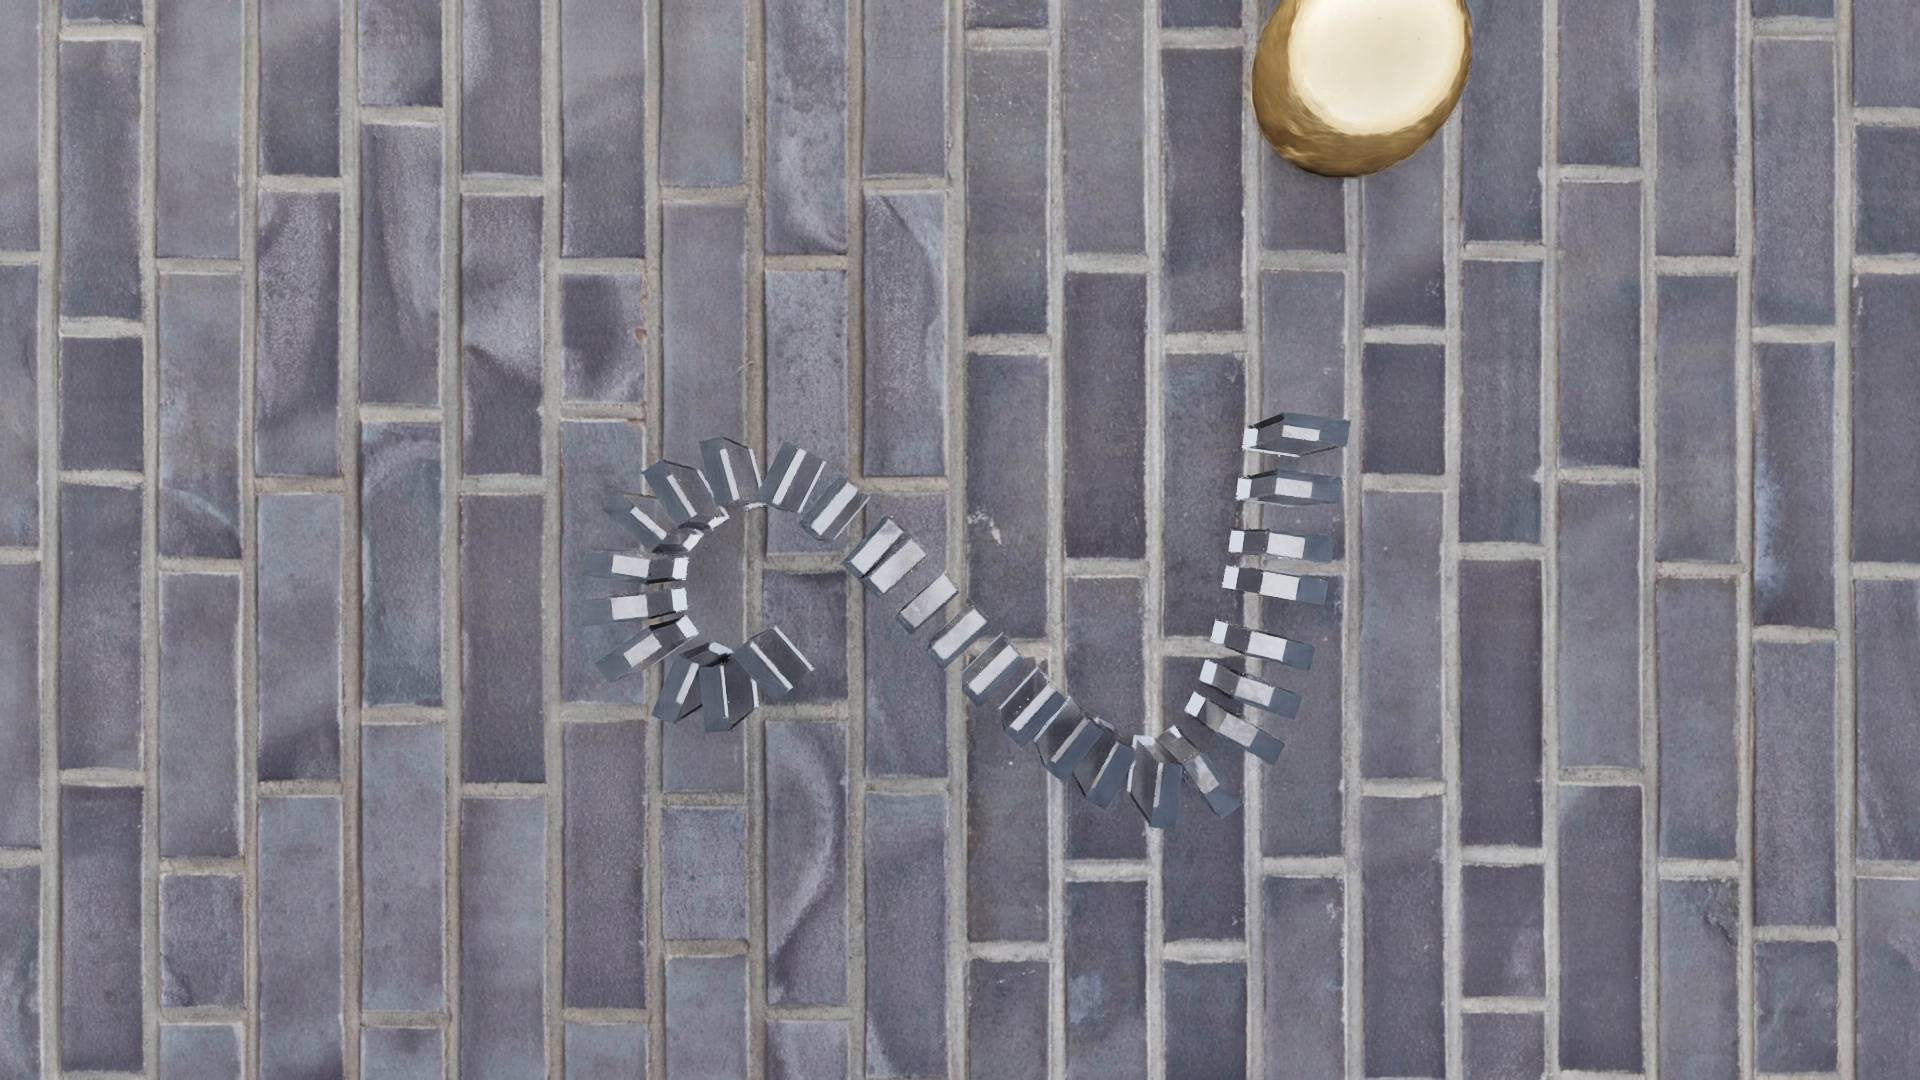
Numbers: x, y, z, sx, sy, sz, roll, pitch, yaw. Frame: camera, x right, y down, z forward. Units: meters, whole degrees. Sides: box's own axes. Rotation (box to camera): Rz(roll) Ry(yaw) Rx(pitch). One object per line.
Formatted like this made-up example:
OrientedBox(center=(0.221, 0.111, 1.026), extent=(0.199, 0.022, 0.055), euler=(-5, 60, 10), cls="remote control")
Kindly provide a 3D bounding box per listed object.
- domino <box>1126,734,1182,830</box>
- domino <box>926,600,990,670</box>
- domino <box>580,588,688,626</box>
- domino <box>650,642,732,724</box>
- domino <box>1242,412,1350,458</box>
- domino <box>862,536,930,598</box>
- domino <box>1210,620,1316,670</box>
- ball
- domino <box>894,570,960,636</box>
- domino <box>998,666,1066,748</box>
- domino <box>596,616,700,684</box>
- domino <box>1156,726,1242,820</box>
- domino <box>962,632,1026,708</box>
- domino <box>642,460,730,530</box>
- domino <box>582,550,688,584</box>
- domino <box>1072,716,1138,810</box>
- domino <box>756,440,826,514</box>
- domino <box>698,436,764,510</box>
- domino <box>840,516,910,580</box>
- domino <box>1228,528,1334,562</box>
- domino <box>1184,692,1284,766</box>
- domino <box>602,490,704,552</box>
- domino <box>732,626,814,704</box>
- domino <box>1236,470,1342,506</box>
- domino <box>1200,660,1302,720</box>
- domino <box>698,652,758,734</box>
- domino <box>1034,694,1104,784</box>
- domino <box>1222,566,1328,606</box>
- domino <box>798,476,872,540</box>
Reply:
OrientedBox(center=(0.079, 0.098, 0.375), extent=(0.009, 0.050, 0.025), euler=(7, 90, 0), cls="domino")
OrientedBox(center=(-0.001, 0.038, 0.375), extent=(0.025, 0.050, 0.009), euler=(-43, 90, 0), cls="domino")
OrientedBox(center=(-0.132, 0.027, 0.375), extent=(0.025, 0.050, 0.009), euler=(-6, 90, 0), cls="domino")
OrientedBox(center=(-0.109, 0.057, 0.375), extent=(0.009, 0.050, 0.025), euler=(23, 90, 0), cls="domino")
OrientedBox(center=(0.136, -0.043, 0.375), extent=(0.025, 0.050, 0.010), euler=(8, 90, 0), cls="domino")
OrientedBox(center=(-0.025, 0.011, 0.375), extent=(0.025, 0.050, 0.010), euler=(-42, 90, 0), cls="domino")
OrientedBox(center=(0.123, 0.042, 0.375), extent=(0.025, 0.050, 0.010), euler=(13, 90, 0), cls="domino")
OrientedBox(center=(0.156, -0.185, 0.360), extent=(0.080, 0.080, 0.080), euler=(0, 90, 0), cls="ball")
OrientedBox(center=(-0.013, 0.025, 0.375), extent=(0.025, 0.050, 0.009), euler=(-42, 90, 0), cls="domino")
OrientedBox(center=(0.029, 0.067, 0.375), extent=(0.010, 0.050, 0.025), euler=(43, 90, 0), cls="domino")
OrientedBox(center=(-0.127, 0.044, 0.375), extent=(0.025, 0.050, 0.010), euler=(-35, 90, 0), cls="domino")
OrientedBox(center=(0.097, 0.094, 0.375), extent=(0.009, 0.050, 0.025), euler=(-34, 90, 0), cls="domino")
OrientedBox(center=(0.013, 0.052, 0.375), extent=(0.025, 0.050, 0.009), euler=(-45, 90, 0), cls="domino")
OrientedBox(center=(-0.111, -0.018, 0.375), extent=(0.010, 0.050, 0.025), euler=(-32, 90, 0), cls="domino")
OrientedBox(center=(-0.132, 0.011, 0.375), extent=(0.025, 0.050, 0.009), euler=(9, 90, 0), cls="domino")
OrientedBox(center=(0.058, 0.090, 0.375), extent=(0.010, 0.050, 0.025), euler=(29, 90, 0), cls="domino")
OrientedBox(center=(-0.068, -0.025, 0.375), extent=(0.010, 0.050, 0.025), euler=(27, 90, 0), cls="domino")
OrientedBox(center=(-0.092, -0.026, 0.375), extent=(0.009, 0.050, 0.025), euler=(-15, 90, 0), cls="domino")
OrientedBox(center=(-0.034, 0.003, 0.375), extent=(0.009, 0.050, 0.025), euler=(43, 90, 0), cls="domino")
OrientedBox(center=(0.130, 0.002, 0.375), extent=(0.025, 0.050, 0.009), euler=(8, 90, 0), cls="domino")
OrientedBox(center=(0.111, 0.076, 0.375), extent=(0.025, 0.050, 0.010), euler=(28, 90, 0), cls="domino")
OrientedBox(center=(-0.124, -0.007, 0.375), extent=(0.025, 0.050, 0.010), euler=(41, 90, 0), cls="domino")
OrientedBox(center=(-0.076, 0.050, 0.375), extent=(0.010, 0.050, 0.025), euler=(-42, 90, 0), cls="domino")
OrientedBox(center=(0.133, -0.021, 0.375), extent=(0.025, 0.050, 0.009), euler=(7, 90, 0), cls="domino")
OrientedBox(center=(0.118, 0.061, 0.375), extent=(0.025, 0.050, 0.009), euler=(18, 90, 0), cls="domino")
OrientedBox(center=(-0.094, 0.061, 0.375), extent=(0.009, 0.050, 0.025), euler=(-6, 90, 0), cls="domino")
OrientedBox(center=(0.044, 0.080, 0.375), extent=(0.010, 0.050, 0.025), euler=(39, 90, 0), cls="domino")
OrientedBox(center=(0.128, 0.018, 0.375), extent=(0.025, 0.050, 0.009), euler=(10, 90, 0), cls="domino")
OrientedBox(center=(-0.050, -0.012, 0.375), extent=(0.010, 0.050, 0.025), euler=(40, 90, 0), cls="domino")
